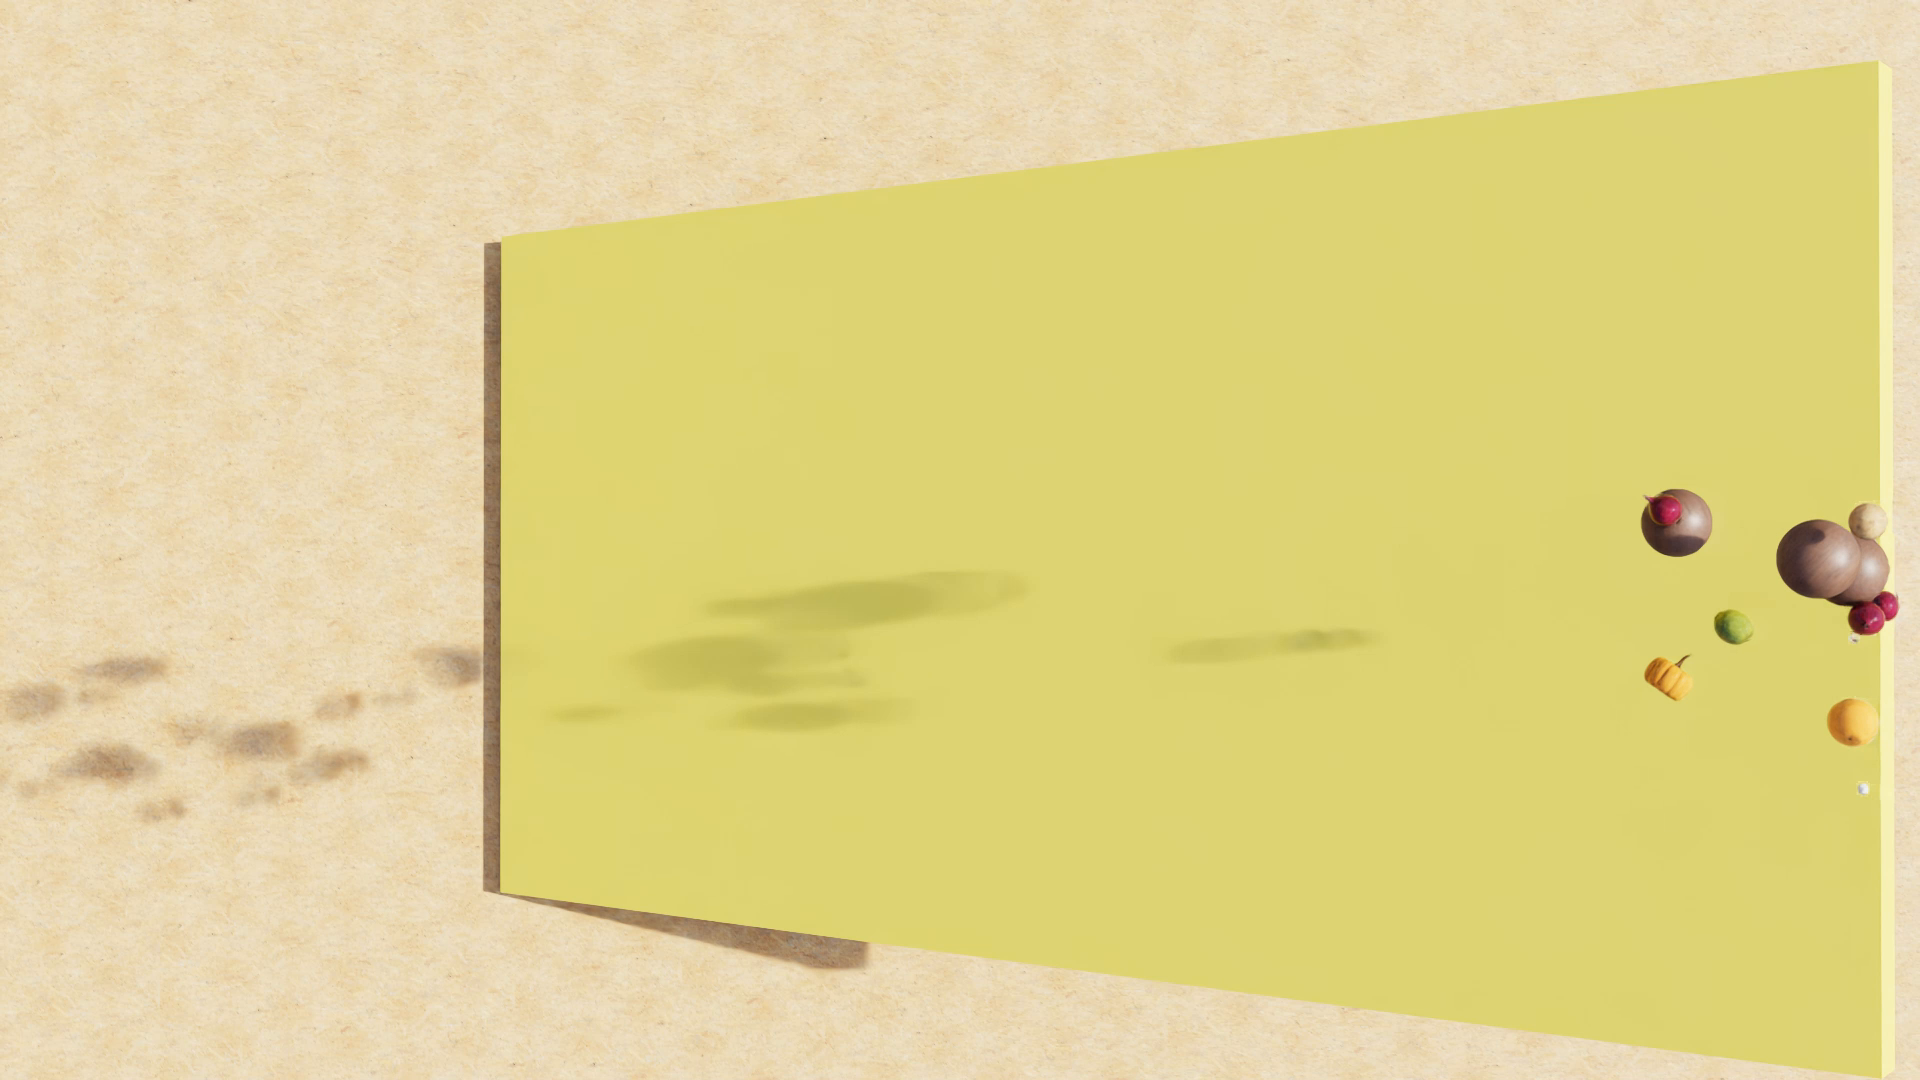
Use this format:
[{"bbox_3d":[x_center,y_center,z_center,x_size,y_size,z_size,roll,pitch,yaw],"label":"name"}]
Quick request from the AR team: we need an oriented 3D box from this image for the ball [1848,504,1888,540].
[{"bbox_3d":[1.424,-0.029,3.450,0.058,0.058,0.058,0,90,0],"label":"ball"}]

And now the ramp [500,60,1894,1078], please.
[{"bbox_3d":[0.233,0.065,5.553,4.000,0.100,2.000,0,89,37],"label":"ramp"}]
